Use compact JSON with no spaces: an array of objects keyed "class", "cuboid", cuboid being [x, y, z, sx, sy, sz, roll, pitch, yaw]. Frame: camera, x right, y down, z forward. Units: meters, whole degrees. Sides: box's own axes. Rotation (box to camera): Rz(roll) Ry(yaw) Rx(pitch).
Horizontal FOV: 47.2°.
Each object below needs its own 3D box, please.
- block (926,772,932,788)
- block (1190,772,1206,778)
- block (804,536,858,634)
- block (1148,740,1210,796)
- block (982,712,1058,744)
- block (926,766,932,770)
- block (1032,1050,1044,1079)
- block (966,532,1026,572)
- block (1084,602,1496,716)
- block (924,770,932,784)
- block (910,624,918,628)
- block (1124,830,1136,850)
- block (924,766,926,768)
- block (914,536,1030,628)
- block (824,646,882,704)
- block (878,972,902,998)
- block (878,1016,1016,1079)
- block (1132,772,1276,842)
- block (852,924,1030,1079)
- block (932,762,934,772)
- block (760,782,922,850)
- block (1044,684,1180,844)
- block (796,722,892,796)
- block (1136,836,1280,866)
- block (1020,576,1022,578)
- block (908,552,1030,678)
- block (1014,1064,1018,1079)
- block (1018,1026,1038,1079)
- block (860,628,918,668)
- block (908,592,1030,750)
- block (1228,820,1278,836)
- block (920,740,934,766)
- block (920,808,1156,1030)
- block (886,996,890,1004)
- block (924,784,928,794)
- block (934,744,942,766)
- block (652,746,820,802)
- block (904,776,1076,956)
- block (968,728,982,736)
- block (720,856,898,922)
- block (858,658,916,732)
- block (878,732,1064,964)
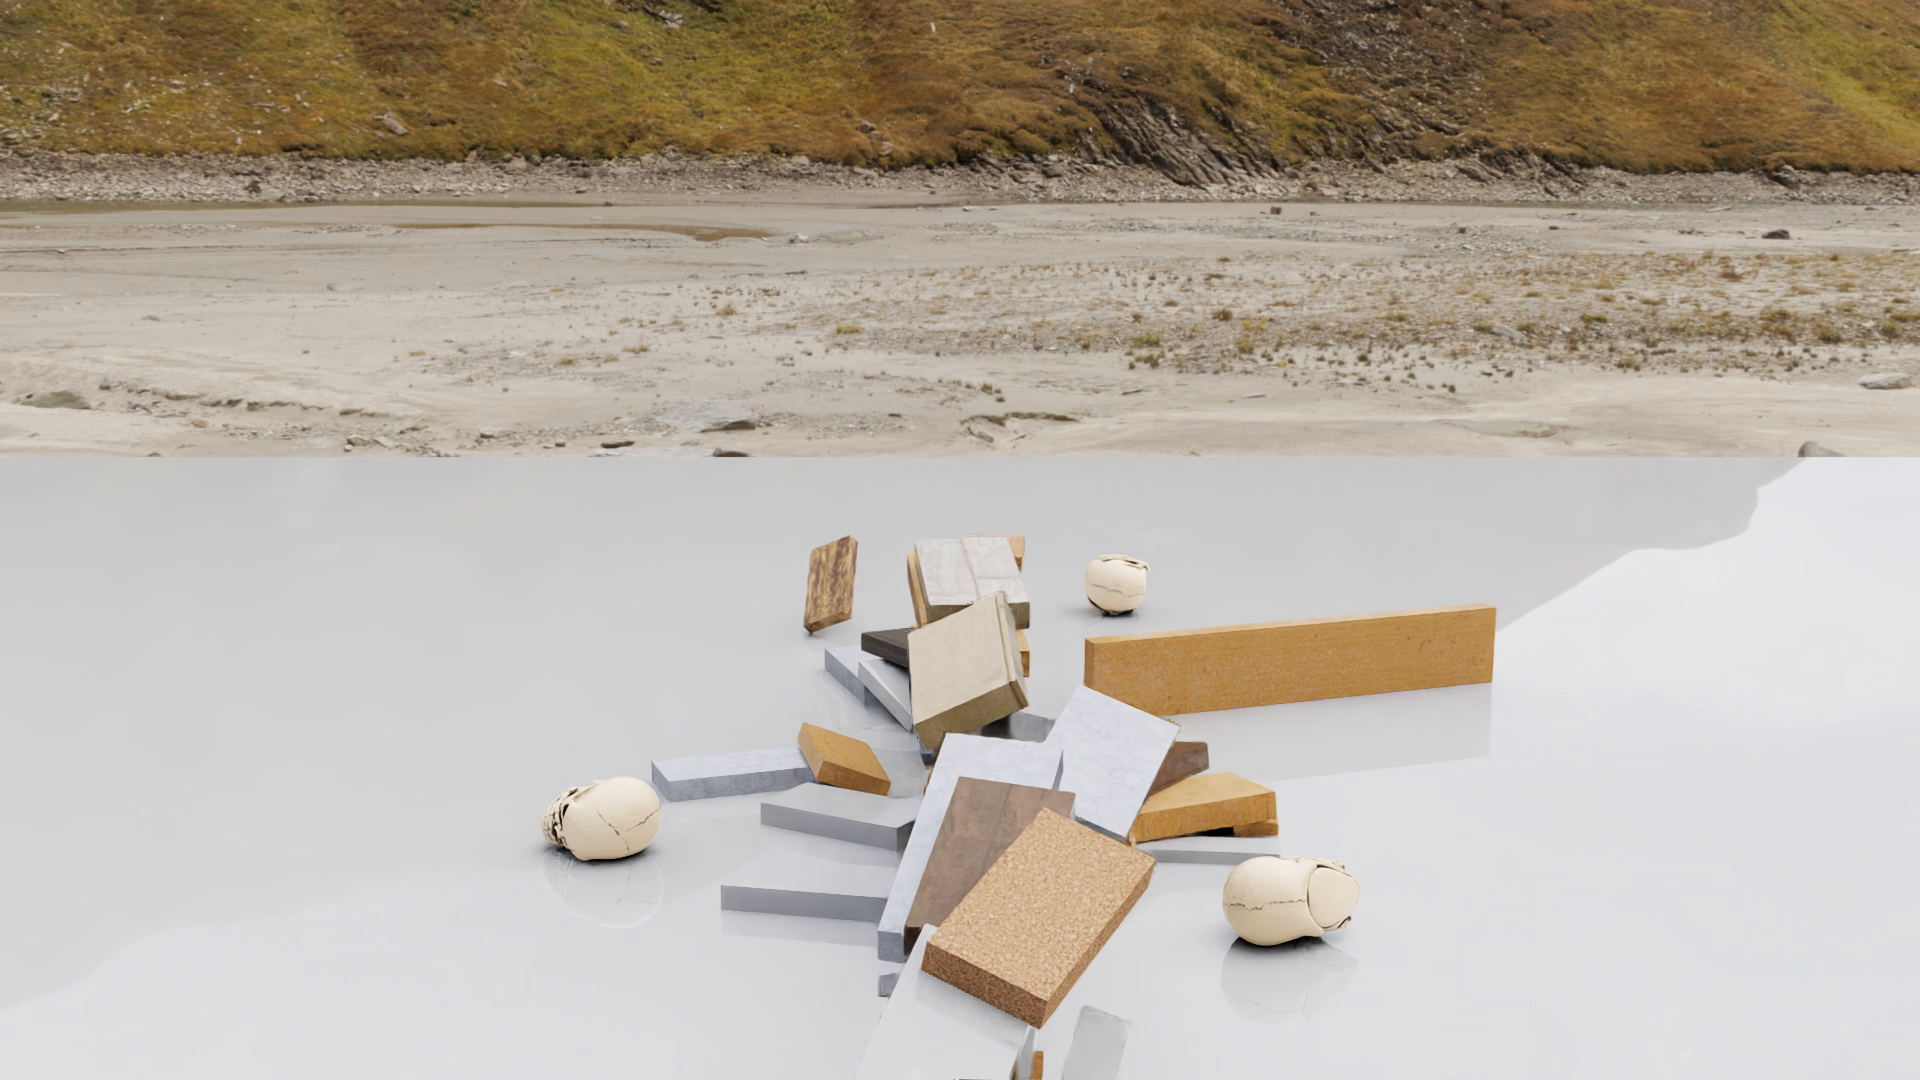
[{"class":"block","cuboid":[0.008,0.425,3.733,0.126,0.036,0.251,0,0,0]},{"class":"block","cuboid":[0.418,0.468,4.250,0.188,0.027,0.094,7,13,34]},{"class":"block","cuboid":[-0.330,0.112,5.615,0.123,0.035,0.247,-20,45,26]},{"class":"block","cuboid":[0.299,0.427,4.049,0.177,0.050,0.355,-1,6,33]},{"class":"block","cuboid":[0.114,0.364,3.160,0.163,0.046,0.327,15,28,-6]},{"class":"block","cuboid":[0.024,0.397,4.261,0.170,0.048,0.340,1,30,2]},{"class":"block","cuboid":[-0.006,0.764,2.366,0.162,0.046,0.958,1,10,4]},{"class":"block","cuboid":[0.069,0.027,4.567,0.123,0.035,0.247,3,10,3]},{"class":"block","cuboid":[0.749,0.270,4.907,1.011,0.177,0.050,-4,12,-21]},{"class":"block","cuboid":[-0.006,0.482,3.954,0.103,0.029,0.207,-1,28,-5]},{"class":"block","cuboid":[-0.016,0.262,5.297,0.177,0.050,0.354,-1,11,-7]},{"class":"block","cuboid":[0.213,0.415,3.432,0.085,0.169,0.024,-10,16,19]},{"class":"block","cuboid":[0.014,0.345,4.454,0.170,0.048,0.340,2,30,-2]},{"class":"block","cuboid":[0.017,0.073,3.793,0.166,0.047,0.331,-2,19,-5]},{"class":"block","cuboid":[-0.182,0.306,5.063,0.177,0.050,0.354,-3,11,-17]},{"class":"block","cuboid":[-0.046,0.547,2.689,0.089,0.025,0.178,5,-13,-8]},{"class":"block","cuboid":[-0.029,0.643,2.435,0.162,0.046,0.323,1,22,6]},{"class":"block","cuboid":[0.364,0.486,3.964,0.370,0.050,0.177,-6,8,-21]},{"class":"block","cuboid":[-0.012,0.558,2.450,0.155,0.044,0.310,17,29,8]},{"class":"block","cuboid":[0.006,0.391,3.642,0.092,0.026,0.184,2,-1,-6]},{"class":"block","cuboid":[-0.200,0.503,4.020,0.297,0.042,0.148,6,12,31]},{"class":"block","cuboid":[0.196,0.331,3.168,0.163,0.046,0.327,23,29,9]},{"class":"block","cuboid":[-0.229,0.430,4.288,0.140,0.040,0.279,20,6,-15]},{"class":"block","cuboid":[0.427,0.544,3.856,0.265,0.023,0.081,1,11,7]},{"class":"block","cuboid":[0.060,0.115,4.484,0.140,0.040,0.279,2,10,-2]},{"class":"block","cuboid":[0.009,0.124,3.791,0.166,0.047,0.491,-2,19,-5]},{"class":"block","cuboid":[-0.001,0.625,2.667,0.140,0.040,0.280,0,10,1]},{"class":"block","cuboid":[0.012,0.670,2.640,0.140,0.040,0.595,1,10,5]},{"class":"block","cuboid":[-0.086,0.246,4.874,0.141,0.040,0.282,-5,12,-34]},{"class":"block","cuboid":[0.009,0.197,3.375,0.166,0.047,0.331,-24,20,7]},{"class":"block","cuboid":[0.531,0.508,4.047,0.081,0.023,0.162,0,11,-3]},{"class":"block","cuboid":[0.003,0.350,3.675,0.132,0.037,0.264,1,-10,1]},{"class":"block","cuboid":[0.097,0.440,2.597,0.155,0.044,0.310,23,33,19]},{"class":"block","cuboid":[-0.028,0.560,2.630,0.089,0.025,0.178,5,-13,-12]},{"class":"block","cuboid":[0.007,0.504,3.784,0.126,0.036,0.251,-1,29,-3]},{"class":"block","cuboid":[0.022,0.292,3.514,0.132,0.037,0.264,0,16,-2]},{"class":"block","cuboid":[-0.438,0.455,4.282,0.297,0.042,0.149,-4,11,-20]},{"class":"block","cuboid":[0.042,0.411,2.735,0.155,0.044,0.310,7,30,10]},{"class":"block","cuboid":[0.018,0.281,3.415,0.085,0.024,0.169,-3,12,-21]},{"class":"block","cuboid":[-0.229,0.576,3.628,0.297,0.042,0.148,2,11,13]},{"class":"block","cuboid":[-0.102,0.332,4.788,0.141,0.040,0.282,-5,24,-26]},{"class":"block","cuboid":[0.021,0.398,2.851,0.163,0.046,0.429,5,30,10]}]
